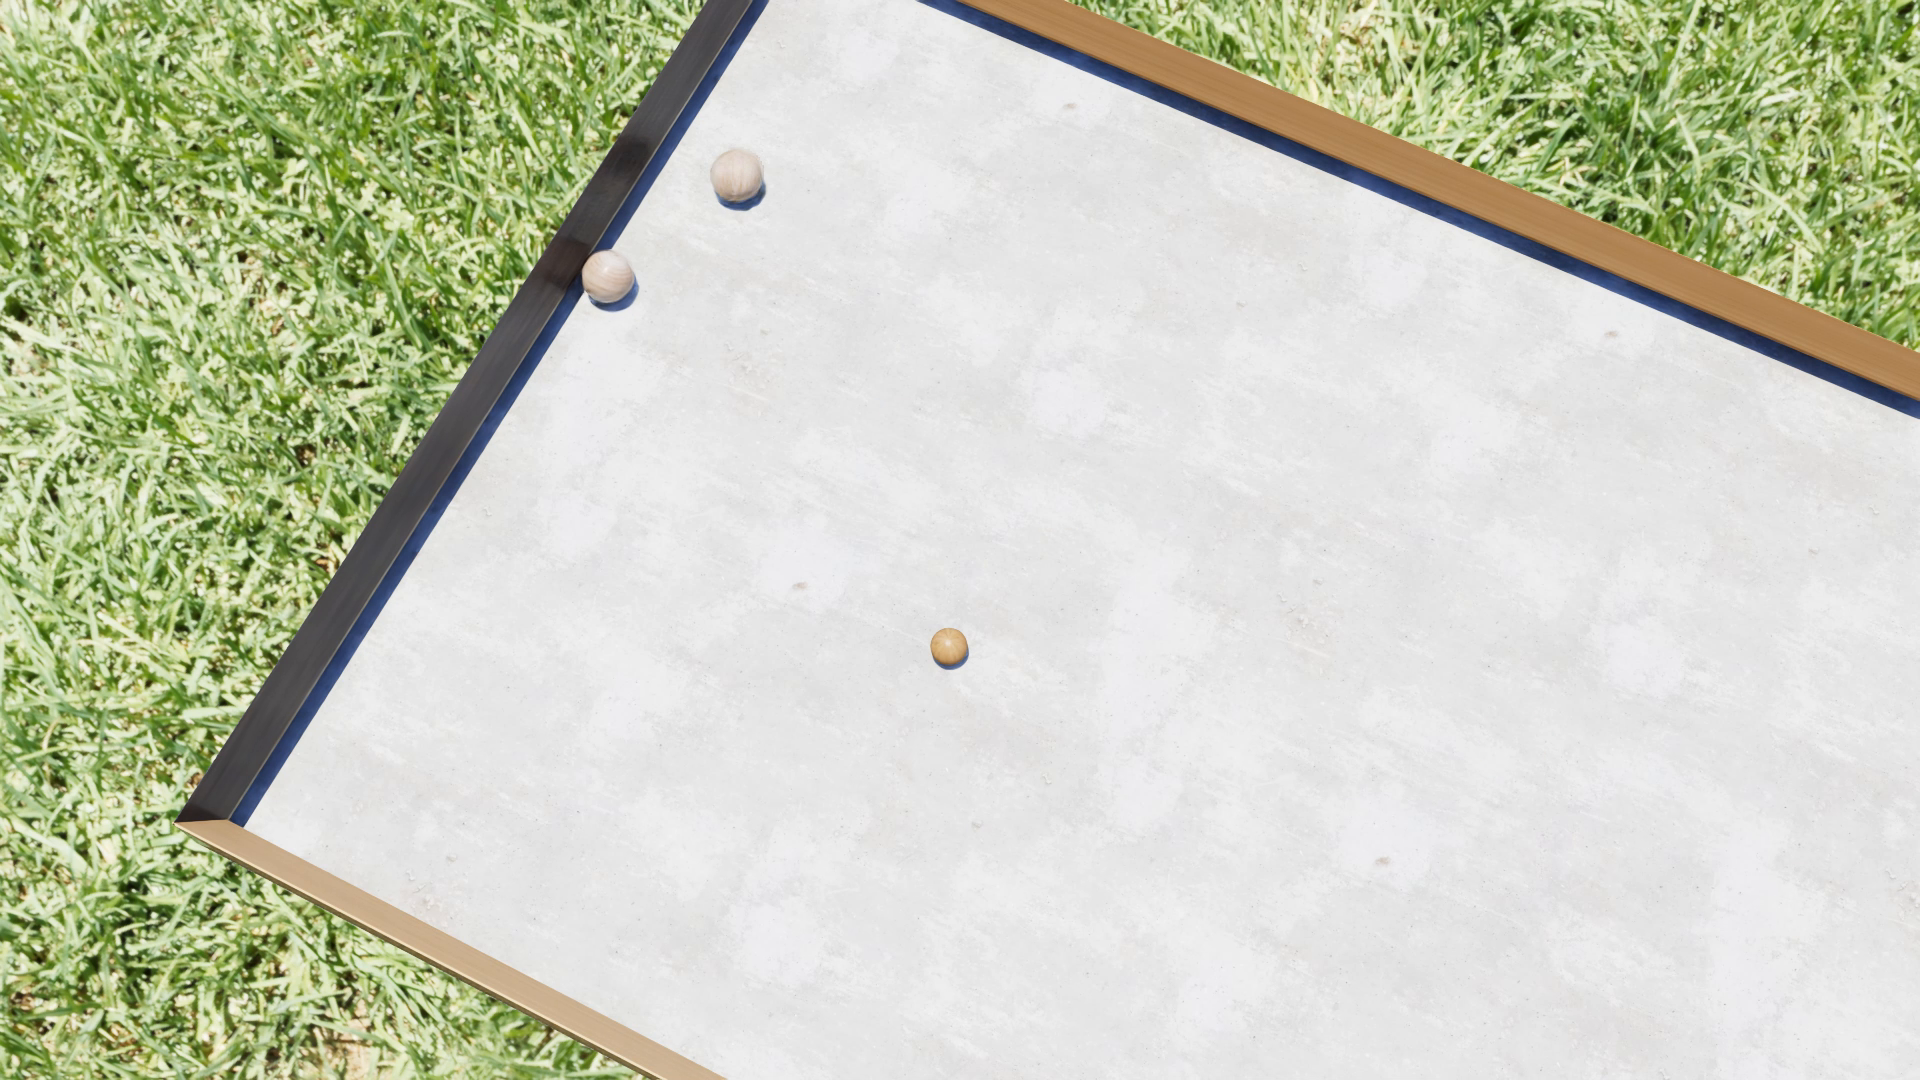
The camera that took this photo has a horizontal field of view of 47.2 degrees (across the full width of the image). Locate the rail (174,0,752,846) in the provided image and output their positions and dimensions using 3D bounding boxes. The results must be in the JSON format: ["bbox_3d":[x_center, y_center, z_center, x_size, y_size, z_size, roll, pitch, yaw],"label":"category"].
[{"bbox_3d":[-0.714,-0.338,3.601,0.045,0.115,1.897,25,70,10],"label":"rail"}]

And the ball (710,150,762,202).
[{"bbox_3d":[-0.380,-0.618,3.730,0.089,0.089,0.089,0,68,0],"label":"ball"}]

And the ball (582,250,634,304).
[{"bbox_3d":[-0.586,-0.437,3.658,0.087,0.087,0.087,0,68,0],"label":"ball"}]

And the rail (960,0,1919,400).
[{"bbox_3d":[1.148,-0.436,3.641,3.288,0.115,0.045,25,70,10],"label":"rail"}]

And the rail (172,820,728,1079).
[{"bbox_3d":[0.323,1.099,3.019,3.288,0.115,0.045,25,70,10],"label":"rail"}]

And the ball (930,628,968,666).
[{"bbox_3d":[-0.017,0.166,3.428,0.059,0.059,0.059,0,68,0],"label":"ball"}]
